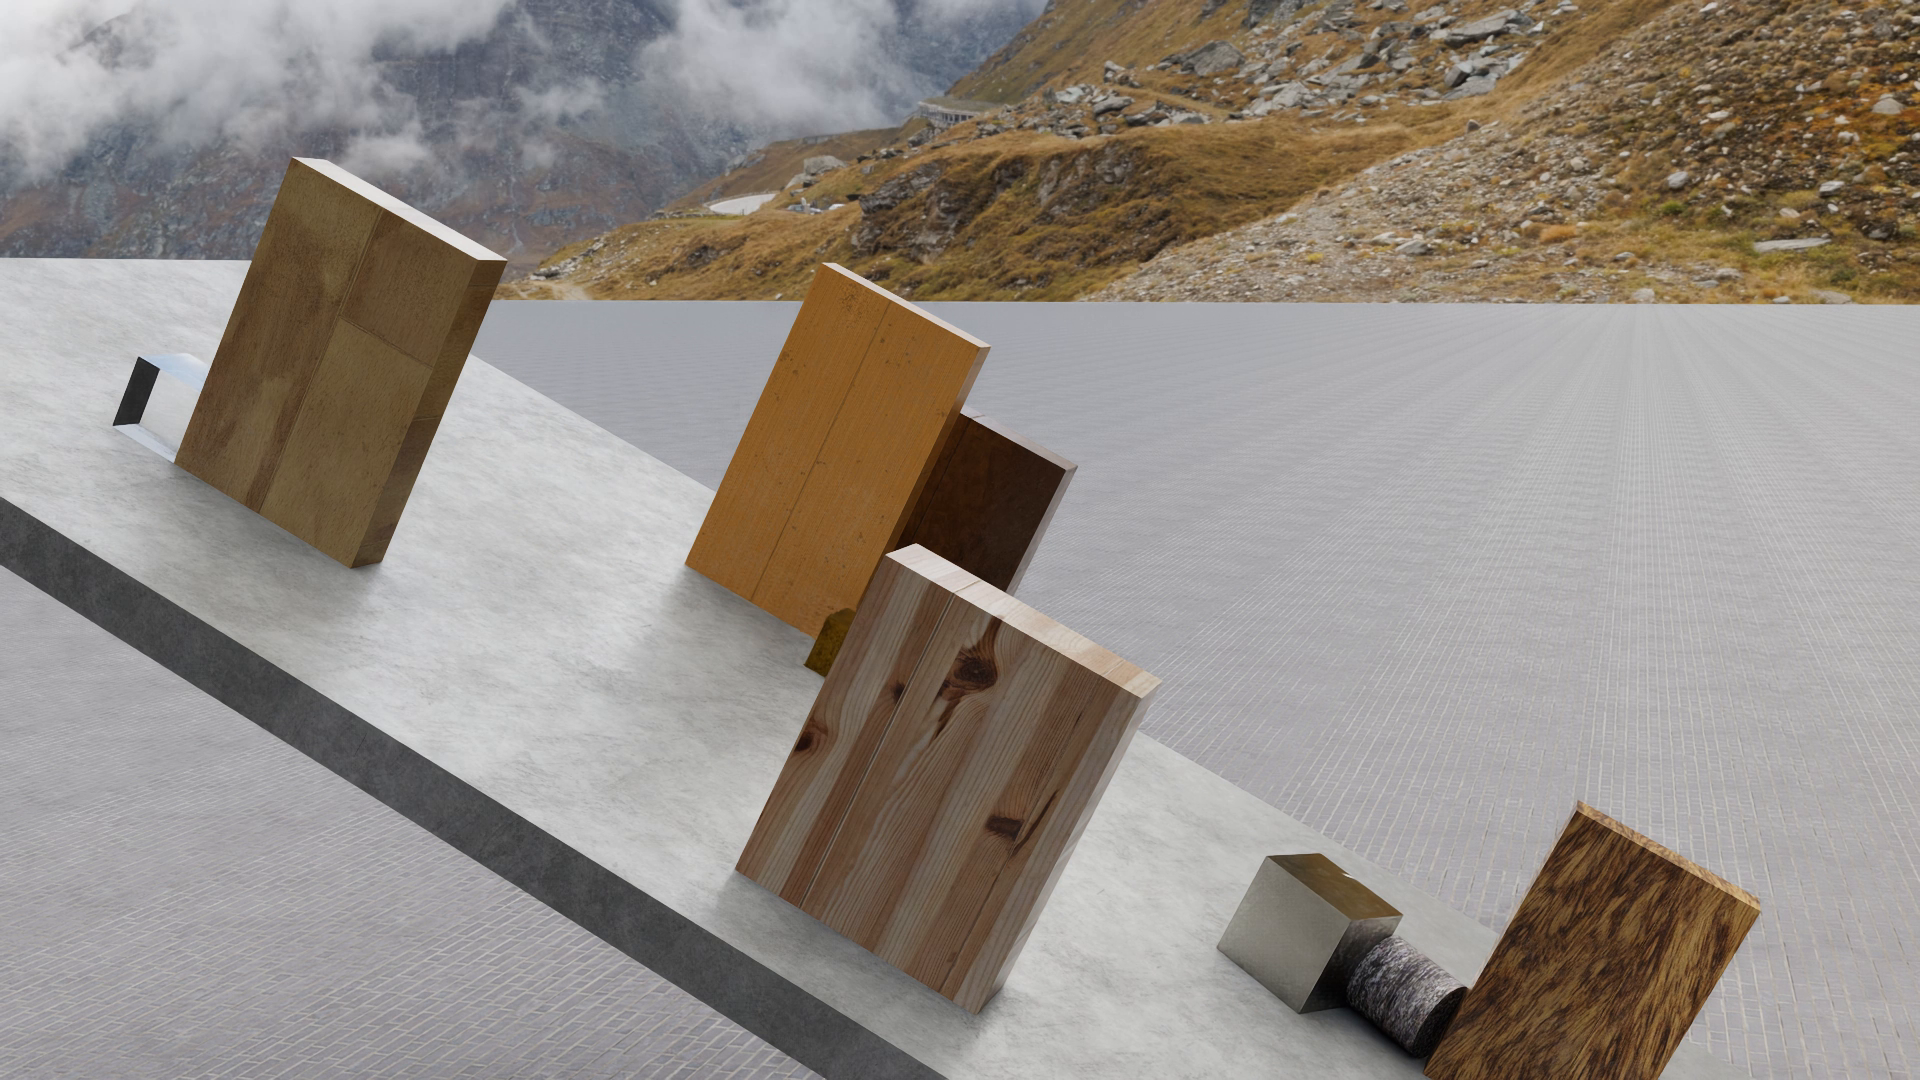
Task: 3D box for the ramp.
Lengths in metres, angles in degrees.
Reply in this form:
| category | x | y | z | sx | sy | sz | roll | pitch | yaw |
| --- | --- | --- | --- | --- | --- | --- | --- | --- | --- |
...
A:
| category | x | y | z | sx | sy | sz | roll | pitch | yaw |
| --- | --- | --- | --- | --- | --- | --- | --- | --- | --- |
| ramp | -0.242 | 0.407 | 4.158 | 4.000 | 0.100 | 2.000 | 29 | 14 | 12 |

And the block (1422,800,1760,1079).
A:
| category | x | y | z | sx | sy | sz | roll | pitch | yaw |
| --- | --- | --- | --- | --- | --- | --- | --- | --- | --- |
| block | 1.090 | 0.777 | 3.819 | 0.338 | 0.551 | 0.083 | 29 | 14 | 12 |

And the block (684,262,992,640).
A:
| category | x | y | z | sx | sy | sz | roll | pitch | yaw |
| --- | --- | --- | --- | --- | --- | --- | --- | --- | --- |
| block | -0.259 | -0.172 | 4.564 | 0.378 | 0.705 | 0.081 | 29 | 14 | 12 |

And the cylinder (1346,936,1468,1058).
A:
| category | x | y | z | sx | sy | sz | roll | pitch | yaw |
| --- | --- | --- | --- | --- | --- | --- | --- | --- | --- |
| cylinder | 0.808 | 0.824 | 3.971 | 0.156 | 0.156 | 0.156 | -7 | 33 | -45 |

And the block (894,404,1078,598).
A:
| category | x | y | z | sx | sy | sz | roll | pitch | yaw |
| --- | --- | --- | --- | --- | --- | --- | --- | --- | --- |
| block | 0.000 | -0.022 | 4.927 | 0.332 | 0.493 | 0.111 | 29 | 14 | 12 |

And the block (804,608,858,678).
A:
| category | x | y | z | sx | sy | sz | roll | pitch | yaw |
| --- | --- | --- | --- | --- | --- | --- | --- | --- | --- |
| block | -0.221 | 0.221 | 4.428 | 0.115 | 0.115 | 0.115 | 29 | 14 | 11 |

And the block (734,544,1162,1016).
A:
| category | x | y | z | sx | sy | sz | roll | pitch | yaw |
| --- | --- | --- | --- | --- | --- | --- | --- | --- | --- |
| block | -0.021 | 0.359 | 3.347 | 0.435 | 0.556 | 0.147 | 29 | 14 | 12 |

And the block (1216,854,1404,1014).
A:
| category | x | y | z | sx | sy | sz | roll | pitch | yaw |
| --- | --- | --- | --- | --- | --- | --- | --- | --- | --- |
| block | 0.634 | 0.710 | 3.988 | 0.200 | 0.200 | 0.200 | 36 | 17 | 35 |

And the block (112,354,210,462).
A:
| category | x | y | z | sx | sy | sz | roll | pitch | yaw |
| --- | --- | --- | --- | --- | --- | --- | --- | --- | --- |
| block | -1.399 | -0.239 | 3.949 | 0.140 | 0.140 | 0.140 | 29 | 14 | 11 |

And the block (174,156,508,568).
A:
| category | x | y | z | sx | sy | sz | roll | pitch | yaw |
| --- | --- | --- | --- | --- | --- | --- | --- | --- | --- |
| block | -1.081 | -0.307 | 3.821 | 0.392 | 0.592 | 0.101 | 29 | 14 | 12 |
